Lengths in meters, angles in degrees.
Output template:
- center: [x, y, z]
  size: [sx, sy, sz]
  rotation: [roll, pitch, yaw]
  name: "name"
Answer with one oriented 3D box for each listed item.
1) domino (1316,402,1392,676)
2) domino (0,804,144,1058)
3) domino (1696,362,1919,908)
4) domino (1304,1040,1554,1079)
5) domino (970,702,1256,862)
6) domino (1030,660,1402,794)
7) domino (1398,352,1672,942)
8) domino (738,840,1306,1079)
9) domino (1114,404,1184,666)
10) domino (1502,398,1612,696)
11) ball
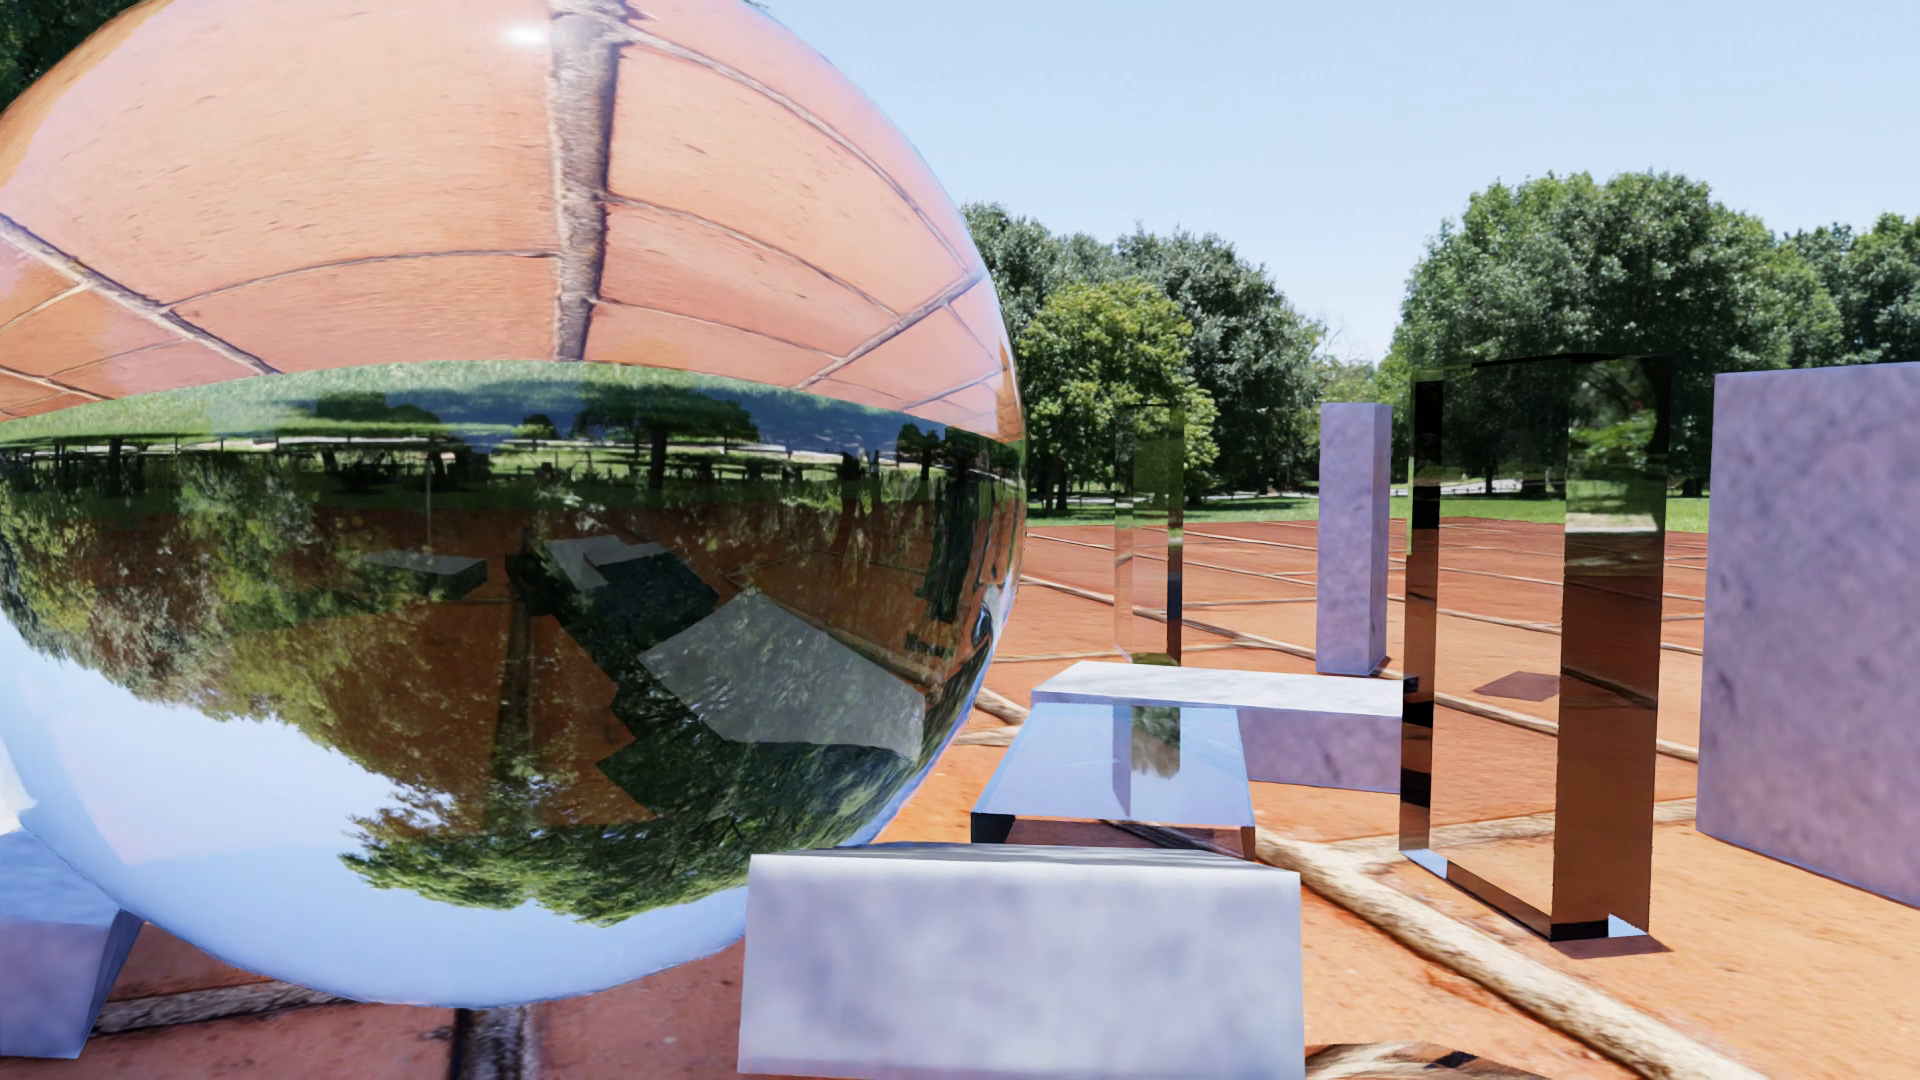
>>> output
- center: [0.076, -0.001, 0.247]
  size: [0.010, 0.050, 0.025]
  rotation: [2, 5, 25]
  name: "domino"
- center: [-0.087, 0.025, 0.090]
  size: [0.050, 0.010, 0.025]
  rotation: [14, 1, -24]
  name: "domino"
- center: [0.089, 0.008, 0.129]
  size: [0.010, 0.050, 0.025]
  rotation: [-1, 4, -16]
  name: "domino"
- center: [0.016, 0.027, 0.046]
  size: [0.025, 0.010, 0.050]
  rotation: [0, -14, -4]
  name: "domino"
- center: [0.018, 0.028, 0.138]
  size: [0.025, 0.010, 0.050]
  rotation: [1, 4, 10]
  name: "domino"
- center: [0.037, 0.025, 0.176]
  size: [0.050, 0.009, 0.025]
  rotation: [2, 5, 21]
  name: "domino"
- center: [0.053, 0.008, 0.121]
  size: [0.010, 0.050, 0.025]
  rotation: [-1, 4, -11]
  name: "domino"
- center: [0.005, 0.025, 0.082]
  size: [0.025, 0.009, 0.050]
  rotation: [0, -12, 6]
  name: "domino"
- center: [0.037, -0.002, 0.257]
  size: [0.010, 0.050, 0.025]
  rotation: [0, 4, -1]
  name: "domino"
- center: [0.106, 0.001, 0.227]
  size: [0.010, 0.050, 0.025]
  rotation: [4, 6, 40]
  name: "domino"
- center: [-0.034, -0.005, 0.102]
  size: [0.080, 0.080, 0.080]
  rotation: [0, 4, 0]
  name: "ball"
